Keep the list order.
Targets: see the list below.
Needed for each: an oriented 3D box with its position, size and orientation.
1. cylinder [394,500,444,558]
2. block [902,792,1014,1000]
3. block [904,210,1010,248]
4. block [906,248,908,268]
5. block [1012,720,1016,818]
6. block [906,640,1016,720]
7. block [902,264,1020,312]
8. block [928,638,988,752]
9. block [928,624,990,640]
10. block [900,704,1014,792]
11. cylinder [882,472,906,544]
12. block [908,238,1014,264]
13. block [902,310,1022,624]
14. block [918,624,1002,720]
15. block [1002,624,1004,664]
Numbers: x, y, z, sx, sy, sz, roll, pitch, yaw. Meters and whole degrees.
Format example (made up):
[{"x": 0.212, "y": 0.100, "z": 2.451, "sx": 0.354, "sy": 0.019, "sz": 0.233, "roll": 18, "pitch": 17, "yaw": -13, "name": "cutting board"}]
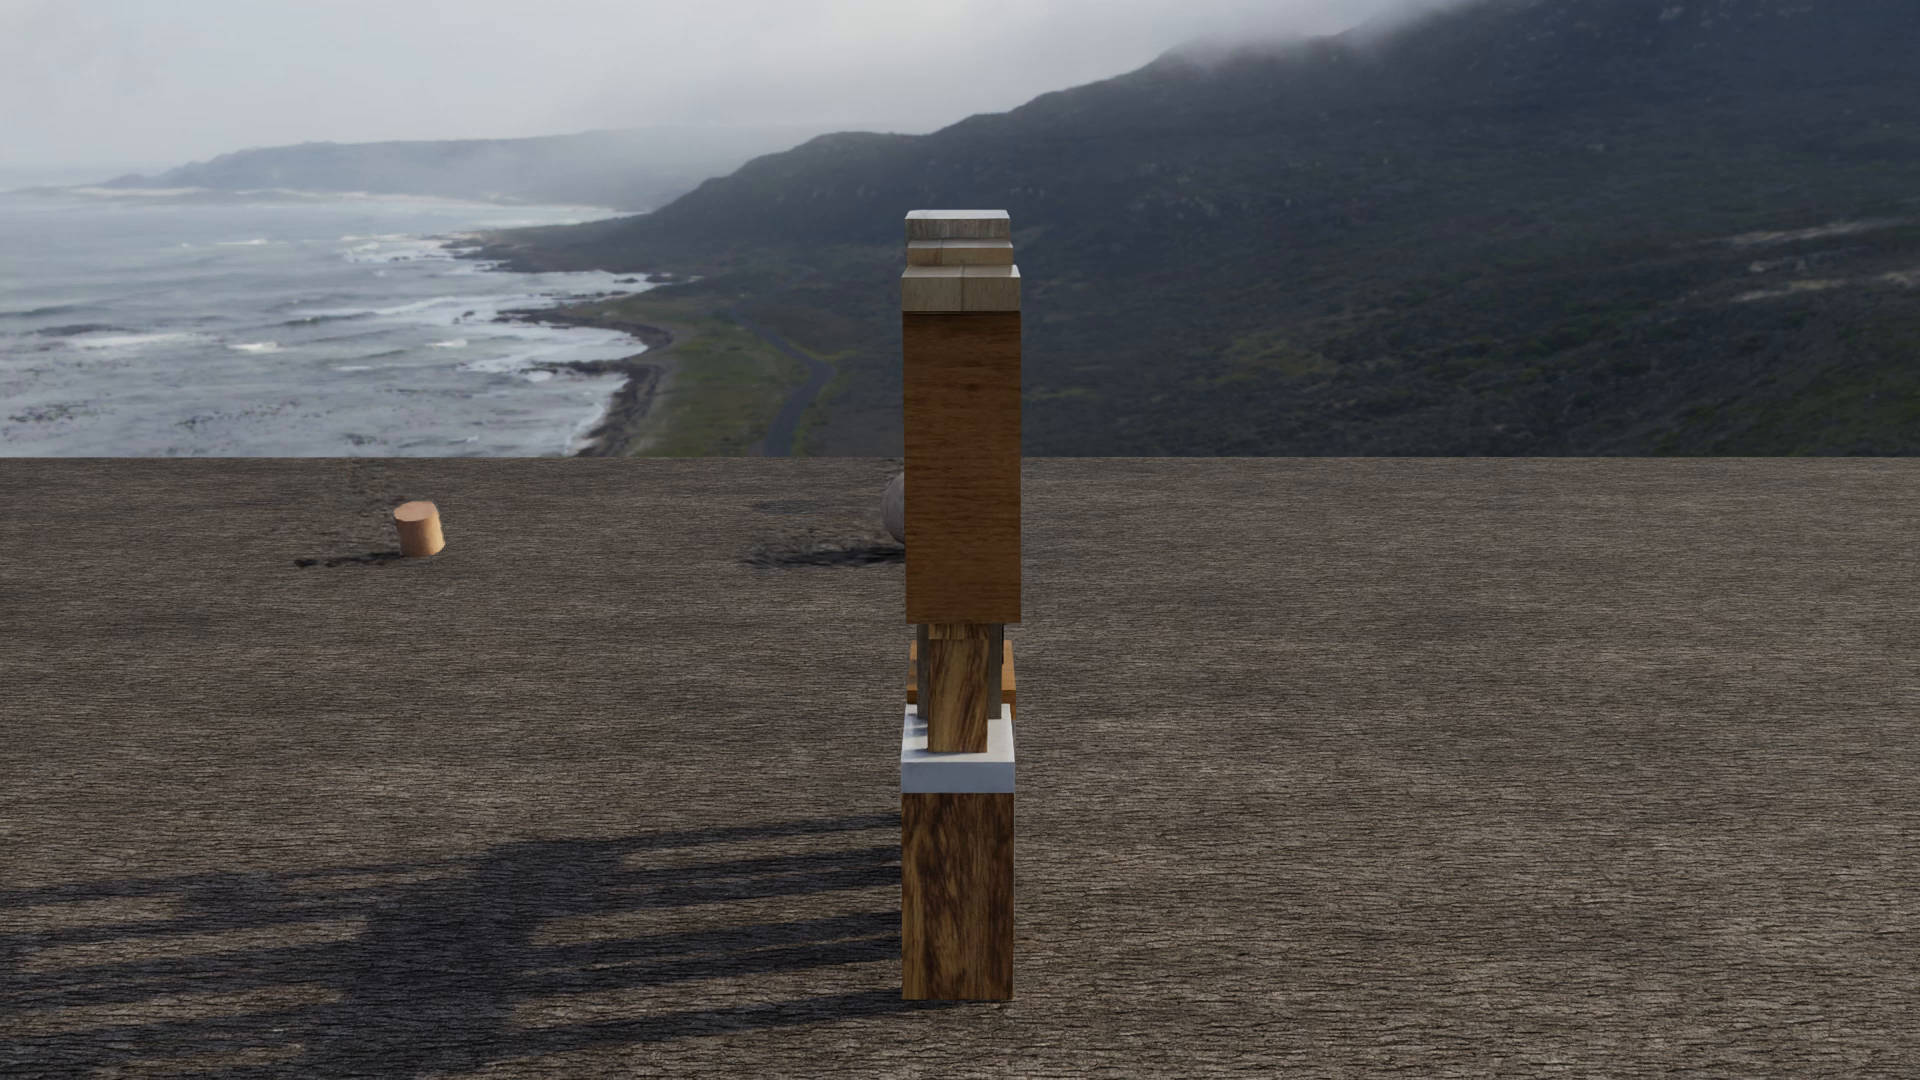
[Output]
[{"x": -1.619, "y": -0.033, "z": 6.579, "sx": 0.126, "sy": 0.126, "sz": 0.126, "roll": -2, "pitch": 30, "yaw": 1, "name": "cylinder"}, {"x": -0.003, "y": 0.510, "z": 3.214, "sx": 0.162, "sy": 0.324, "sz": 0.046, "roll": 0, "pitch": 11, "yaw": 0, "name": "block"}, {"x": -0.004, "y": -0.537, "z": 3.794, "sx": 0.173, "sy": 0.049, "sz": 0.346, "roll": 0, "pitch": 11, "yaw": 0, "name": "block"}, {"x": -0.003, "y": -0.321, "z": 3.715, "sx": 0.173, "sy": 0.347, "sz": 0.049, "roll": 0, "pitch": 10, "yaw": 0, "name": "block"}, {"x": 0.002, "y": 0.440, "z": 3.539, "sx": 0.171, "sy": 0.342, "sz": 0.048, "roll": 0, "pitch": 11, "yaw": 0, "name": "block"}, {"x": 0.002, "y": 0.227, "z": 3.615, "sx": 0.171, "sy": 0.048, "sz": 0.342, "roll": 0, "pitch": 11, "yaw": 0, "name": "block"}, {"x": 0.003, "y": -0.362, "z": 3.148, "sx": 0.162, "sy": 0.046, "sz": 0.324, "roll": 0, "pitch": 10, "yaw": 0, "name": "block"}, {"x": -0.003, "y": 0.219, "z": 3.165, "sx": 0.086, "sy": 0.172, "sz": 0.024, "roll": 1, "pitch": 11, "yaw": 0, "name": "block"}, {"x": -0.002, "y": 0.112, "z": 3.202, "sx": 0.086, "sy": 0.024, "sz": 0.172, "roll": 1, "pitch": 11, "yaw": 0, "name": "block"}, {"x": -0.003, "y": 0.308, "z": 3.287, "sx": 0.162, "sy": 0.046, "sz": 0.324, "roll": 0, "pitch": 11, "yaw": 0, "name": "block"}, {"x": -0.073, "y": -0.081, "z": 6.608, "sx": 0.247, "sy": 0.247, "sz": 0.247, "roll": -5, "pitch": 11, "yaw": -23, "name": "cylinder"}, {"x": 0.000, "y": -0.446, "z": 3.467, "sx": 0.159, "sy": 0.045, "sz": 0.319, "roll": 0, "pitch": 10, "yaw": 0, "name": "block"}, {"x": 0.004, "y": -0.103, "z": 3.084, "sx": 0.162, "sy": 0.441, "sz": 0.046, "roll": 0, "pitch": 11, "yaw": 0, "name": "block"}, {"x": -0.001, "y": 0.133, "z": 3.344, "sx": 0.128, "sy": 0.277, "sz": 0.036, "roll": 0, "pitch": 11, "yaw": 0, "name": "block"}, {"x": 0.001, "y": 0.061, "z": 3.601, "sx": 0.142, "sy": 0.284, "sz": 0.040, "roll": 0, "pitch": 10, "yaw": 0, "name": "block"}]
